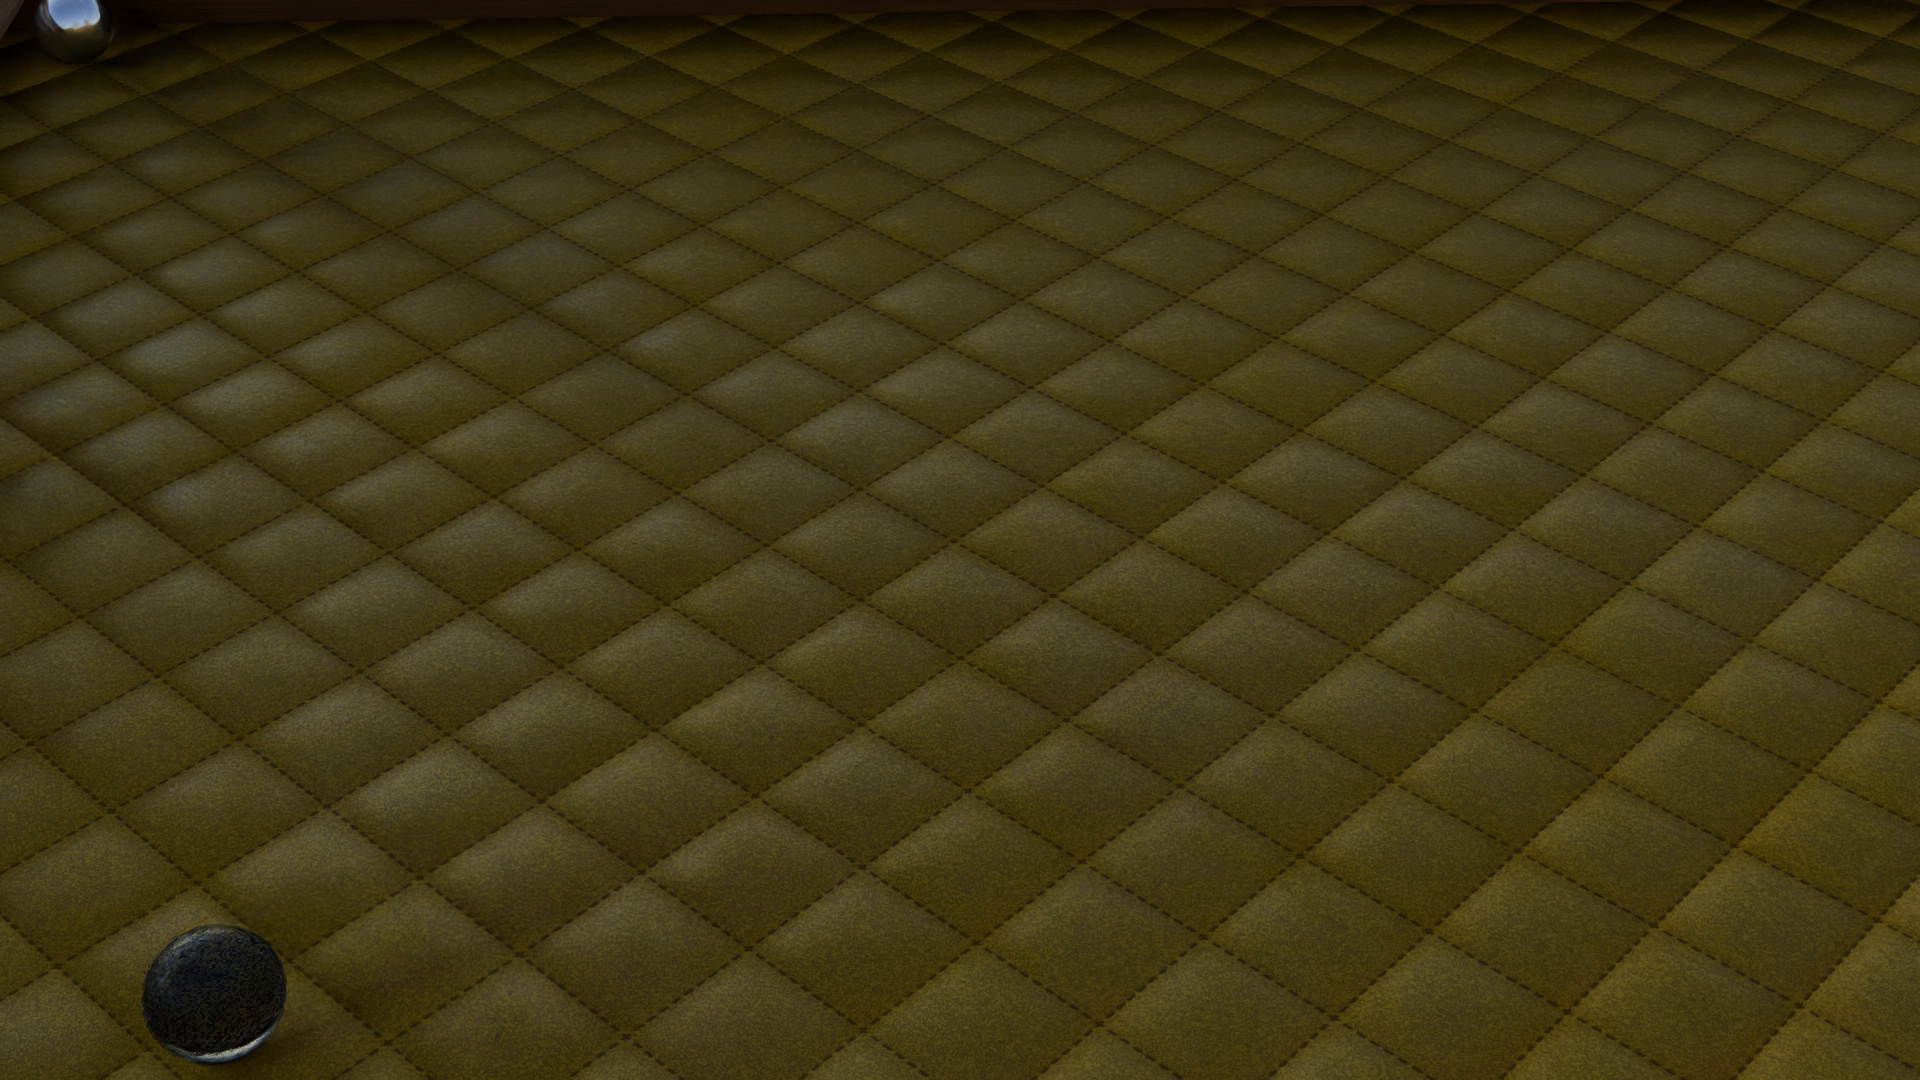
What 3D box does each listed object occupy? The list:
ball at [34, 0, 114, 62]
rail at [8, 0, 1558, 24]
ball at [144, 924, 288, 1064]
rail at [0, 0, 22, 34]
[{"bbox_3d":[-0.790,-0.460,2.289,0.067,0.067,0.067,0,36,0],"label":"ball"},{"bbox_3d":[0.822,-0.539,2.366,3.414,0.102,0.045,-1,36,-2],"label":"rail"},{"bbox_3d":[-0.386,0.235,1.329,0.072,0.072,0.072,0,36,0],"label":"ball"},{"bbox_3d":[-0.829,0.004,1.619,0.045,0.102,1.778,-1,36,-2],"label":"rail"}]
